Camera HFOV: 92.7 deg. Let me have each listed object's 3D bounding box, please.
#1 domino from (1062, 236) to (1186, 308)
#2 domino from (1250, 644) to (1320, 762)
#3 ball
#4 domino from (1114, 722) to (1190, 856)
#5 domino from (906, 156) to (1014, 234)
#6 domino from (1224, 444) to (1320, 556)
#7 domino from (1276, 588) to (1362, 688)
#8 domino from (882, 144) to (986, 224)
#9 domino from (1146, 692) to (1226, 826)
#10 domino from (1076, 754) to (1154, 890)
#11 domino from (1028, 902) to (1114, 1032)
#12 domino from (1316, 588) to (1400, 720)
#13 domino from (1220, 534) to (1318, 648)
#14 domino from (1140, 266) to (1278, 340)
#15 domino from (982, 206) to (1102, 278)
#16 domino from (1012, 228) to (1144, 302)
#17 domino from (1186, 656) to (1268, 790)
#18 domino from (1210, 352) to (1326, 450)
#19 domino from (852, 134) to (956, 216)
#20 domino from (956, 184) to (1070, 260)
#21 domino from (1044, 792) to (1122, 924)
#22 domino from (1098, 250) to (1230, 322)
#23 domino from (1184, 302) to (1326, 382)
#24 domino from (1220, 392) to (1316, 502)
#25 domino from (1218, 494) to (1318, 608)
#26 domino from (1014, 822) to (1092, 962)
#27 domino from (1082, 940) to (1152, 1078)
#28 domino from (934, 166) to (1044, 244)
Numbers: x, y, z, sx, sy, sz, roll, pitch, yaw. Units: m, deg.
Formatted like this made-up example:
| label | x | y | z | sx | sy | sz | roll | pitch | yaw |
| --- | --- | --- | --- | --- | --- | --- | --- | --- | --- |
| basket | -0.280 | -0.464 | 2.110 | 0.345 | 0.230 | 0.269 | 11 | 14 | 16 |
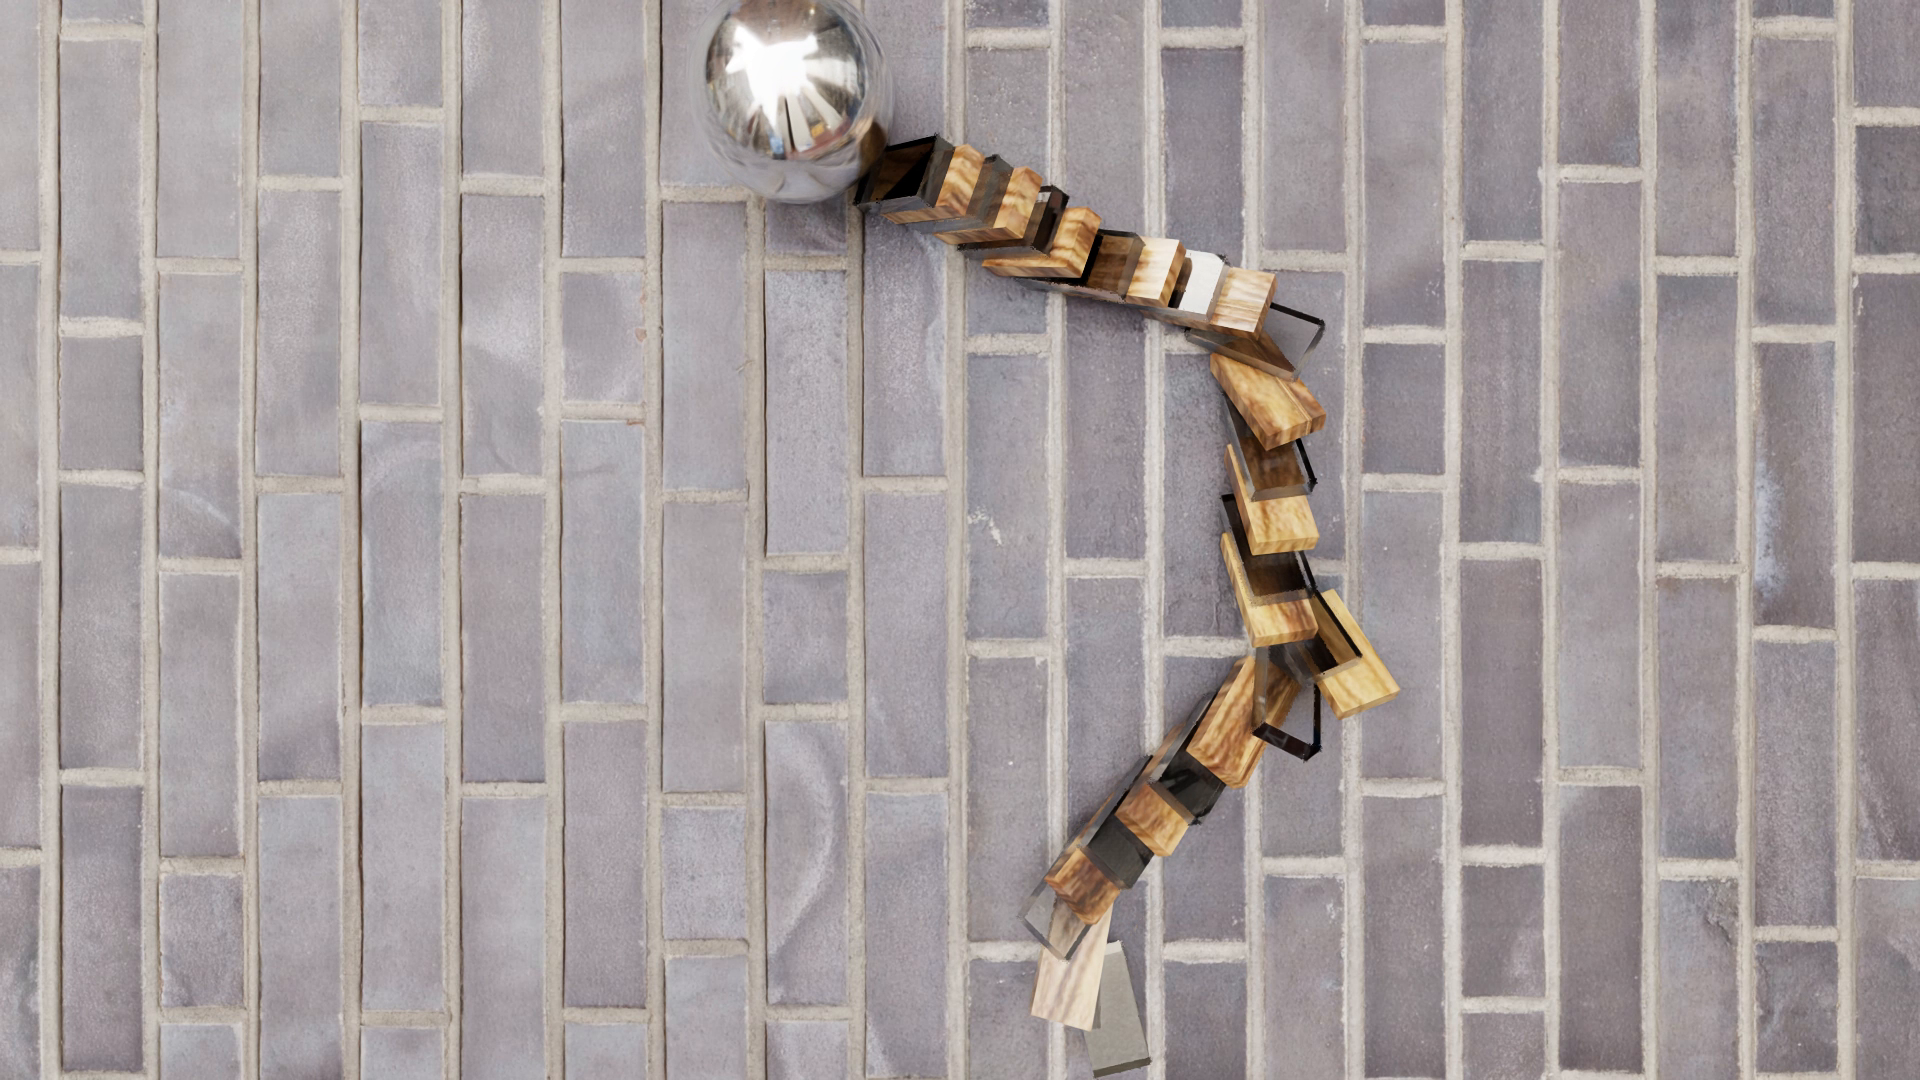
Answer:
| label | x | y | z | sx | sy | sz | roll | pitch | yaw |
| --- | --- | --- | --- | --- | --- | --- | --- | --- | --- |
| domino | 0.066 | -0.114 | 0.382 | 0.050 | 0.009 | 0.025 | 19 | 90 | 34 |
| domino | 0.135 | 0.064 | 0.378 | 0.025 | 0.050 | 0.009 | 27 | 134 | -3 |
| ball | -0.065 | -0.175 | 0.360 | 0.080 | 0.080 | 0.080 | 0 | 90 | 0 |
| domino | 0.089 | 0.104 | 0.384 | 0.025 | 0.010 | 0.050 | 44 | 61 | 0 |
| domino | -0.001 | -0.141 | 0.378 | 0.010 | 0.050 | 0.025 | 19 | 90 | -39 |
| domino | 0.129 | -0.019 | 0.382 | 0.025 | 0.009 | 0.050 | -6 | 57 | 1 |
| domino | 0.141 | 0.034 | 0.382 | 0.025 | 0.009 | 0.050 | -23 | 57 | -2 |
| domino | -0.012 | -0.146 | 0.378 | 0.009 | 0.050 | 0.025 | 19 | 90 | -39 |
| domino | 0.102 | 0.091 | 0.383 | 0.025 | 0.010 | 0.050 | 44 | 61 | 0 |
| domino | 0.074 | 0.117 | 0.383 | 0.025 | 0.010 | 0.050 | 45 | 60 | 0 |
| domino | 0.047 | 0.175 | 0.385 | 0.025 | 0.010 | 0.050 | 15 | 66 | 2 |
| domino | 0.157 | 0.047 | 0.382 | 0.025 | 0.010 | 0.050 | -21 | 57 | -2 |
| domino | 0.128 | 0.019 | 0.382 | 0.025 | 0.009 | 0.050 | -9 | 57 | 2 |
| domino | 0.104 | -0.102 | 0.384 | 0.050 | 0.010 | 0.025 | 20 | 89 | 28 |
| domino | 0.033 | -0.123 | 0.378 | 0.009 | 0.050 | 0.025 | 19 | 90 | -43 |
| domino | 0.049 | -0.117 | 0.382 | 0.050 | 0.010 | 0.025 | 19 | 90 | 34 |
| domino | 0.118 | 0.076 | 0.384 | 0.025 | 0.010 | 0.050 | 40 | 61 | 0 |
| domino | 0.127 | -0.062 | 0.382 | 0.025 | 0.010 | 0.050 | -21 | 55 | 0 |
| domino | -0.024 | -0.149 | 0.378 | 0.009 | 0.050 | 0.025 | 20 | 90 | -39 |
| domino | 0.021 | -0.130 | 0.378 | 0.009 | 0.050 | 0.025 | 19 | 90 | -39 |
| domino | 0.061 | 0.132 | 0.383 | 0.025 | 0.010 | 0.050 | 47 | 61 | 2 |
| domino | 0.084 | -0.109 | 0.384 | 0.050 | 0.010 | 0.025 | 20 | 90 | 28 |
| domino | 0.123 | -0.087 | 0.383 | 0.050 | 0.009 | 0.025 | 31 | 87 | 29 |
| domino | 0.128 | -0.041 | 0.384 | 0.025 | 0.010 | 0.050 | -8 | 61 | 0 |
| domino | 0.127 | 0.002 | 0.381 | 0.025 | 0.010 | 0.050 | -9 | 57 | 2 |
| domino | 0.048 | 0.146 | 0.384 | 0.025 | 0.010 | 0.050 | 45 | 61 | 0 |
| domino | 0.064 | 0.202 | 0.395 | 0.025 | 0.009 | 0.050 | -14 | 90 | 0 |
| domino | 0.010 | -0.137 | 0.378 | 0.010 | 0.050 | 0.025 | 19 | 90 | -39 |
